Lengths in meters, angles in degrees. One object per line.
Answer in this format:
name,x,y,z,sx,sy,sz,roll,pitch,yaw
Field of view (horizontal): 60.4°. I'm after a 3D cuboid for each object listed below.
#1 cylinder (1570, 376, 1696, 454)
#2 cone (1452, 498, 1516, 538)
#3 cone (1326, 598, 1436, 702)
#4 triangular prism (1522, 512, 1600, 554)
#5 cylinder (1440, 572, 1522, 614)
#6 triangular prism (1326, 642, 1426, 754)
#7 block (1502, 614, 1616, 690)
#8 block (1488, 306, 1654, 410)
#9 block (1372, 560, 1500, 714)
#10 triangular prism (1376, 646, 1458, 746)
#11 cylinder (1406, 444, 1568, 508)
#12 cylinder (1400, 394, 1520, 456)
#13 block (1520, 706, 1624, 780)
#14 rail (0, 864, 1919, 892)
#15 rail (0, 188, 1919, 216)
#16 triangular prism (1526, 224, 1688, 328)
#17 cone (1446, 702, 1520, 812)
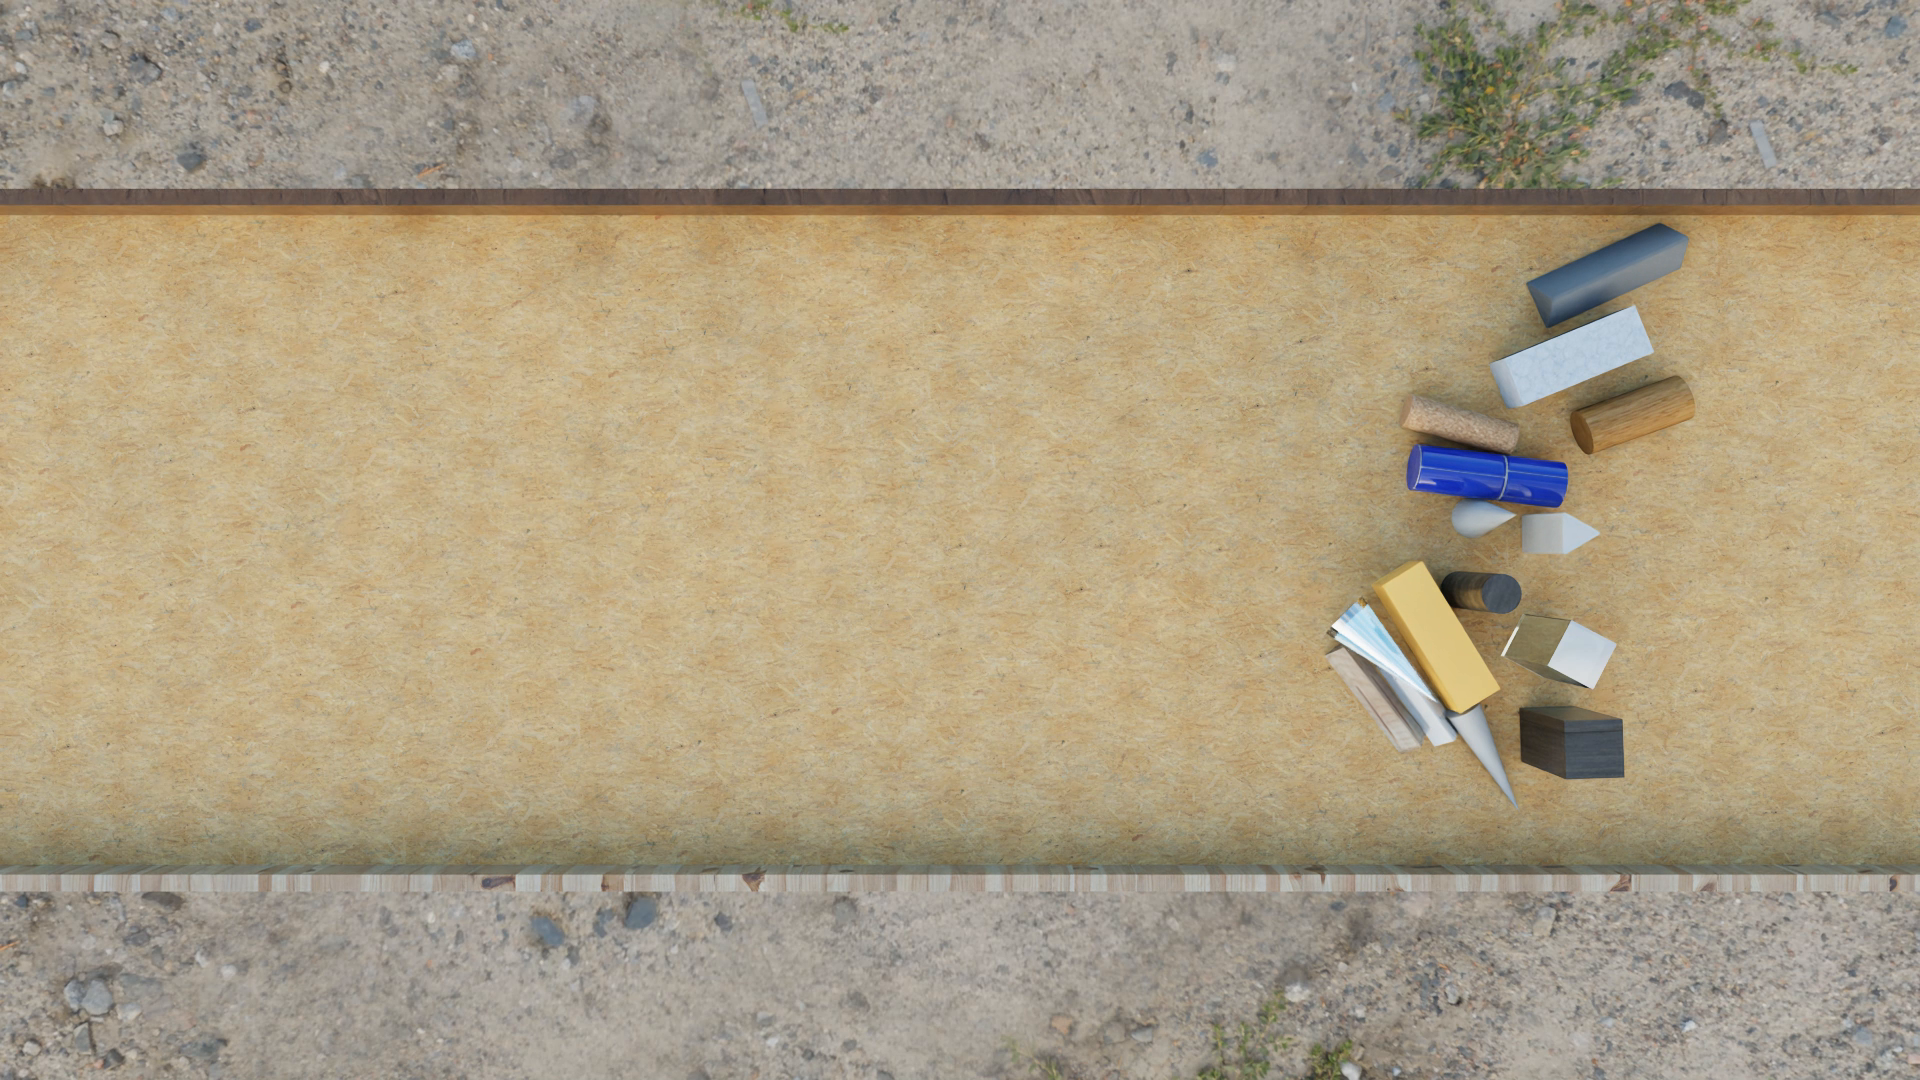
cylinder,2.040,-0.379,5.006,0.324,0.141,0.141,-19,90,0
cone,1.569,-0.070,4.850,0.128,0.449,0.128,0,90,2
cone,1.293,0.356,4.959,0.156,0.156,0.374,-45,77,0
triangular prism,1.758,-0.034,4.903,0.118,0.348,0.102,-30,90,0
cylinder,1.536,0.153,4.877,0.114,0.399,0.114,0,90,0
triangular prism,1.276,0.477,5.033,0.096,0.083,0.383,-38,90,0
block,1.763,0.325,4.874,0.145,0.404,0.145,28,90,0
block,1.850,-0.552,5.001,0.420,0.152,0.152,-22,90,0
block,1.441,0.291,5.007,0.139,0.139,0.449,-32,90,0
triangular prism,1.404,0.479,5.034,0.093,0.080,0.316,-36,90,0
cylinder,1.597,-0.194,5.006,0.445,0.142,0.142,7,90,0
cylinder,1.521,-0.350,5.025,0.336,0.103,0.103,16,90,0
block,1.808,0.596,4.888,0.167,0.378,0.167,-2,90,0
rail,-2.247,1.025,5.001,12.000,0.150,0.050,0,90,0
rail,-2.247,-1.025,5.002,12.000,0.150,0.050,0,90,0
triangular prism,1.978,-0.813,5.007,0.449,0.132,0.153,-24,90,0
cone,1.628,0.677,5.049,0.109,0.109,0.387,-30,98,0
